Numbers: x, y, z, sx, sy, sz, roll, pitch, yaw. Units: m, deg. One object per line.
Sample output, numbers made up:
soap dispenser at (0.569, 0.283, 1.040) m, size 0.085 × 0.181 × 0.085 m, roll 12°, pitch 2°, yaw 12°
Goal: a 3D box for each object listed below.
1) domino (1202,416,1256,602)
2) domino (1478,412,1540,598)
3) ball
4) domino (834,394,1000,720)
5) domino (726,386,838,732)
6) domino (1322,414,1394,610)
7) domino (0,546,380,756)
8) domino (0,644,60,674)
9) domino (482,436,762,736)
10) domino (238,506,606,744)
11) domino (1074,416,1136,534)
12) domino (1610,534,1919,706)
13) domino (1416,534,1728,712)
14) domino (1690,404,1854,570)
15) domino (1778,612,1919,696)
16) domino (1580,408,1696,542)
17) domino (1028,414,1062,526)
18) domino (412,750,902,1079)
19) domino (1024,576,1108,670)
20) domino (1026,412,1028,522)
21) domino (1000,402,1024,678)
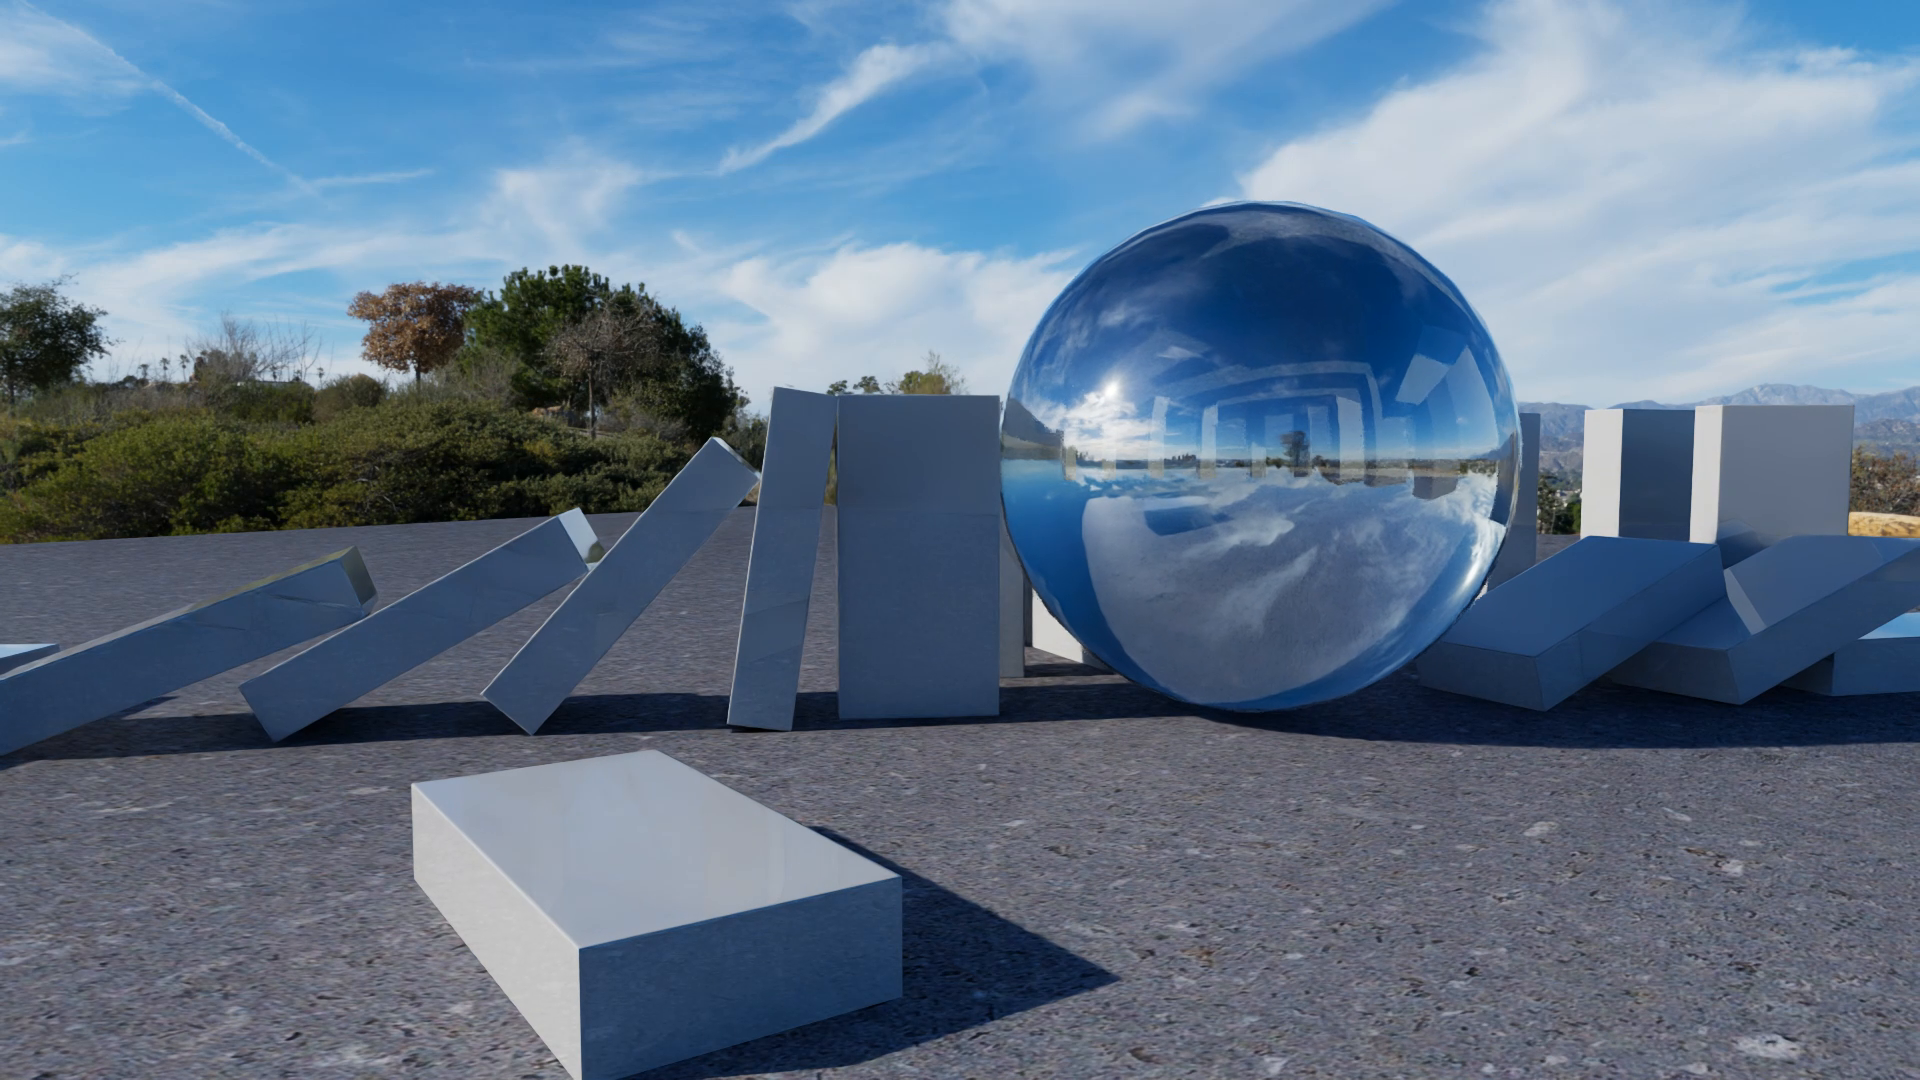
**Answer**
domino at (0.075, -0.009, 0.358) m, size 0.009 × 0.050 × 0.025 m, roll 2°, pitch 5°, yaw 22°
domino at (0.132, -0.006, 0.316) m, size 0.025 × 0.050 × 0.010 m, roll -4°, pitch 6°, yaw -41°
ball at (0.046, -0.013, 0.204) m, size 0.080 × 0.080 × 0.080 m, roll 0°, pitch 4°, yaw 0°
domino at (-0.007, 0.002, 0.202) m, size 0.025 × 0.050 × 0.009 m, roll -1°, pitch 4°, yaw -8°
domino at (-0.028, 0.002, 0.200) m, size 0.010 × 0.050 × 0.025 m, roll 8°, pitch 3°, yaw -8°
domino at (0.106, -0.008, 0.341) m, size 0.010 × 0.050 × 0.025 m, roll 3°, pitch 5°, yaw 36°
domino at (-0.114, 0.015, 0.190) m, size 0.050 × 0.010 × 0.025 m, roll -23°, pitch 11°, yaw -17°
domino at (-0.160, 0.024, 0.187) m, size 0.025 × 0.010 × 0.050 m, roll 0°, pitch 4°, yaw -5°
domino at (-0.051, 0.006, 0.200) m, size 0.010 × 0.050 × 0.025 m, roll 42°, pitch -2°, yaw -9°
domino at (-0.080, 0.012, 0.196) m, size 0.050 × 0.009 × 0.025 m, roll -29°, pitch 8°, yaw -6°
domino at (0.040, -0.010, 0.362) m, size 0.009 × 0.050 × 0.025 m, roll -1°, pitch 4°, yaw -13°
domino at (0.141, 0.013, 0.224) m, size 0.050 × 0.009 × 0.025 m, roll -22°, pitch 9°, yaw -18°
domino at (0.107, 0.013, 0.224) m, size 0.050 × 0.009 × 0.025 m, roll -23°, pitch 14°, yaw -25°
domino at (0.159, -0.001, 0.253) m, size 0.025 × 0.050 × 0.010 m, roll 0°, pitch 4°, yaw 2°
domino at (0.168, 0.020, 0.234) m, size 0.050 × 0.010 × 0.025 m, roll -1°, pitch 4°, yaw -14°
domino at (0.152, -0.004, 0.287) m, size 0.025 × 0.050 × 0.010 m, roll -2°, pitch 5°, yaw -25°
domino at (0.013, -0.008, 0.341) m, size 0.025 × 0.050 × 0.010 m, roll 2°, pitch 5°, yaw 28°
domino at (-0.029, 0.029, 0.112) m, size 0.025 × 0.010 × 0.050 m, roll -3°, pitch 5°, yaw -35°
domino at (0.022, 0.010, 0.266) m, size 0.009 × 0.025 × 0.050 m, roll -2°, pitch 5°, yaw -23°
domino at (0.003, -0.005, 0.307) m, size 0.025 × 0.050 × 0.010 m, roll 1°, pitch 4°, yaw 10°
domino at (-0.001, 0.000, 0.236) m, size 0.025 × 0.050 × 0.010 m, roll 0°, pitch 4°, yaw -1°
